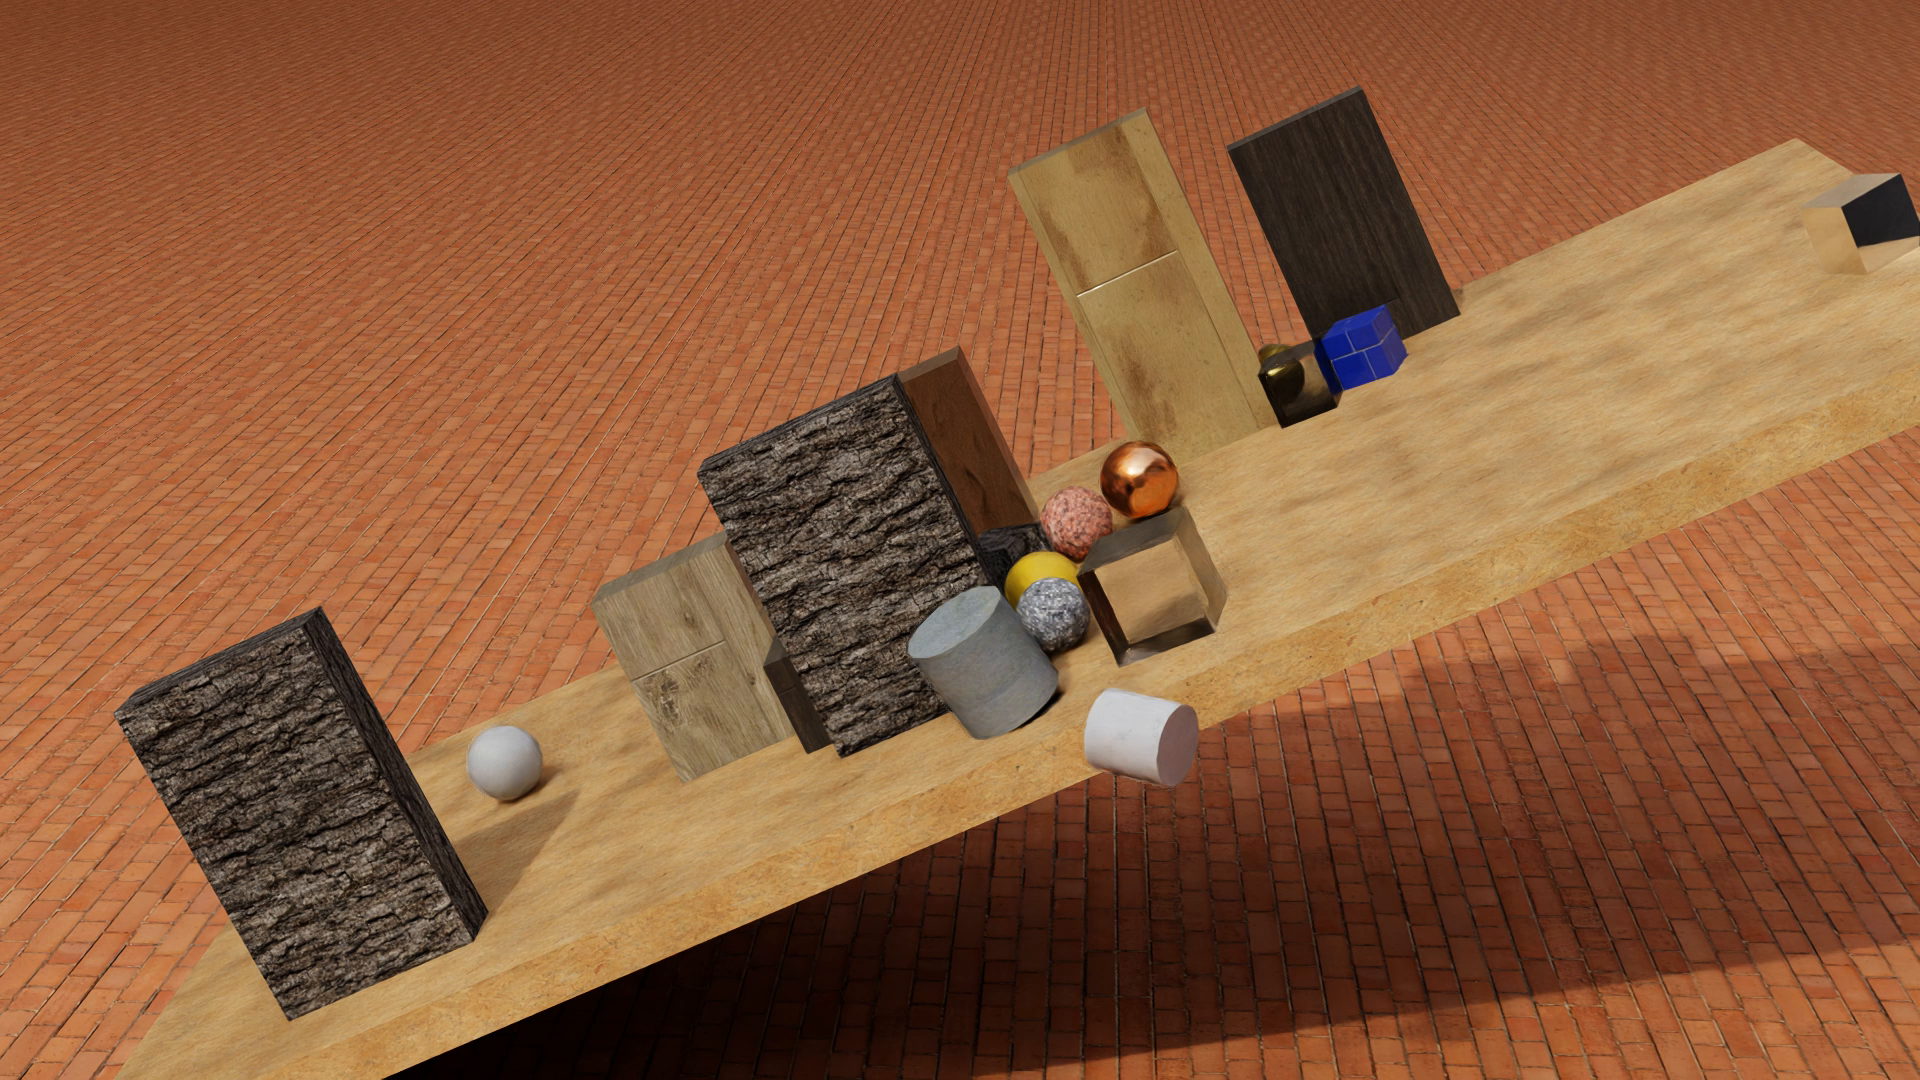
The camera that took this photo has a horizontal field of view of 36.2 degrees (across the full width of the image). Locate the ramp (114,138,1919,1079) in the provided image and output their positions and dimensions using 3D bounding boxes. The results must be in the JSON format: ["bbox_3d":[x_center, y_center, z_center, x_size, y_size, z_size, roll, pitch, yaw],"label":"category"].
[{"bbox_3d":[0.136,0.169,6.282,4.000,0.100,2.000,-24,13,9],"label":"ramp"}]

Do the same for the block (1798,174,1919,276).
[{"bbox_3d":[1.751,-0.613,5.710,0.146,0.146,0.146,-29,13,-13],"label":"block"}]

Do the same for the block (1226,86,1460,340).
[{"bbox_3d":[0.887,-0.716,6.802,0.334,0.572,0.085,-24,13,9],"label":"block"}]

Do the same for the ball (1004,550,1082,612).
[{"bbox_3d":[0.169,0.103,5.891,0.164,0.164,0.164,0,16,0],"label":"ball"}]

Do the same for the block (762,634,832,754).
[{"bbox_3d":[-0.252,0.273,5.943,0.202,0.202,0.202,-24,13,10],"label":"block"}]

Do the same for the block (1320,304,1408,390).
[{"bbox_3d":[0.914,-0.434,6.643,0.128,0.128,0.128,-18,15,30],"label":"block"}]

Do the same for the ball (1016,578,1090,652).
[{"bbox_3d":[0.181,0.146,5.742,0.146,0.146,0.146,0,16,0],"label":"ball"}]

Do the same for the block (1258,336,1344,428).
[{"bbox_3d":[0.764,-0.353,6.594,0.135,0.135,0.135,-21,14,20],"label":"block"}]

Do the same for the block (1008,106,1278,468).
[{"bbox_3d":[0.422,-0.554,6.629,0.337,0.762,0.112,-24,13,9],"label":"block"}]

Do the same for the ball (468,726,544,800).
[{"bbox_3d":[-1.019,0.499,6.593,0.168,0.168,0.168,0,16,0],"label":"ball"}]

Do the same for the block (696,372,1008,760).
[{"bbox_3d":[-0.178,0.053,5.701,0.416,0.633,0.115,-24,13,9],"label":"block"}]

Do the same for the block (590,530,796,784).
[{"bbox_3d":[-0.523,0.239,6.094,0.309,0.425,0.141,-24,13,9],"label":"block"}]

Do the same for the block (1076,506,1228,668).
[{"bbox_3d":[0.362,0.086,5.520,0.195,0.195,0.195,-21,14,19],"label":"block"}]

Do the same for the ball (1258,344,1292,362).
[{"bbox_3d":[0.733,-0.387,6.788,0.134,0.134,0.134,0,16,0],"label":"ball"}]

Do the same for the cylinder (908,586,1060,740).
[{"bbox_3d":[0.044,0.227,5.471,0.203,0.203,0.203,-31,22,14],"label":"cylinder"}]

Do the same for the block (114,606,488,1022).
[{"bbox_3d":[-1.282,0.538,5.754,0.415,0.704,0.148,-24,13,9],"label":"block"}]

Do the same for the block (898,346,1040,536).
[{"bbox_3d":[-0.055,-0.105,6.350,0.355,0.512,0.142,-24,13,9],"label":"block"}]

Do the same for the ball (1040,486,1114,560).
[{"bbox_3d":[0.250,-0.038,6.298,0.157,0.157,0.157,0,16,0],"label":"ball"}]

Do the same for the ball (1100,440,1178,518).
[{"bbox_3d":[0.388,-0.130,6.369,0.169,0.169,0.169,0,16,0],"label":"ball"}]

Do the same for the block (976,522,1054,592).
[{"bbox_3d":[0.087,0.093,6.047,0.181,0.181,0.181,-35,16,-35],"label":"block"}]

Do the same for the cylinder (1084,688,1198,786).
[{"bbox_3d":[0.316,0.343,5.123,0.146,0.146,0.146,11,19,32],"label":"cylinder"}]
